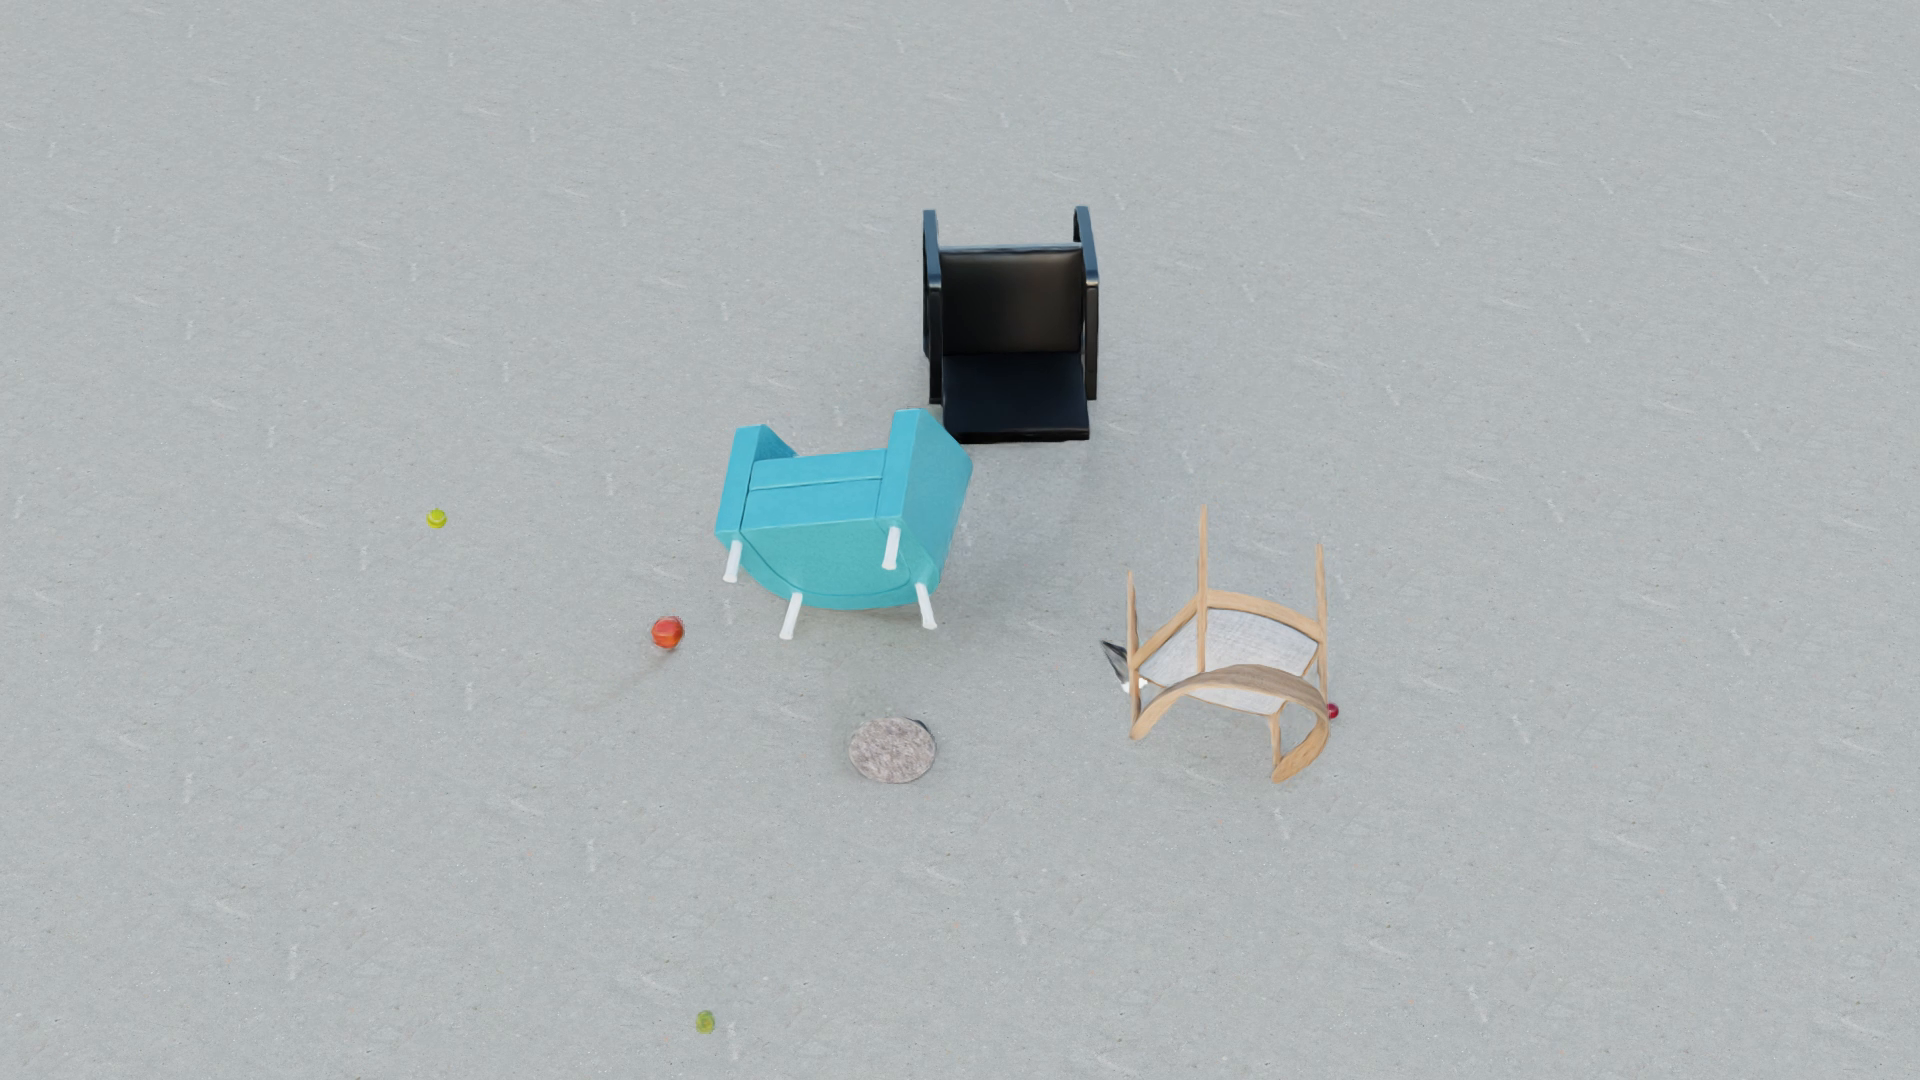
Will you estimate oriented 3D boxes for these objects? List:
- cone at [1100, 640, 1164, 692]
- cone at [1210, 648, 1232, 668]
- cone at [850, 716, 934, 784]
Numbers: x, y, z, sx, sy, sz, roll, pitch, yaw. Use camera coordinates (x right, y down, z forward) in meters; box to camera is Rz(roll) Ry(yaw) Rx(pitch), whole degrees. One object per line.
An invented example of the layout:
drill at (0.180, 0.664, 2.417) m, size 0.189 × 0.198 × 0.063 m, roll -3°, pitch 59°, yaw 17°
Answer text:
cone at (0.549, 0.401, 10.002) m, size 0.193 × 0.228 × 0.095 m, roll -33°, pitch 29°, yaw 34°
cone at (0.909, 0.412, 10.292) m, size 0.080 × 0.067 × 0.063 m, roll -18°, pitch 6°, yaw -4°
cone at (-0.178, 0.656, 9.848) m, size 0.300 × 0.229 × 0.341 m, roll -6°, pitch 11°, yaw 18°
